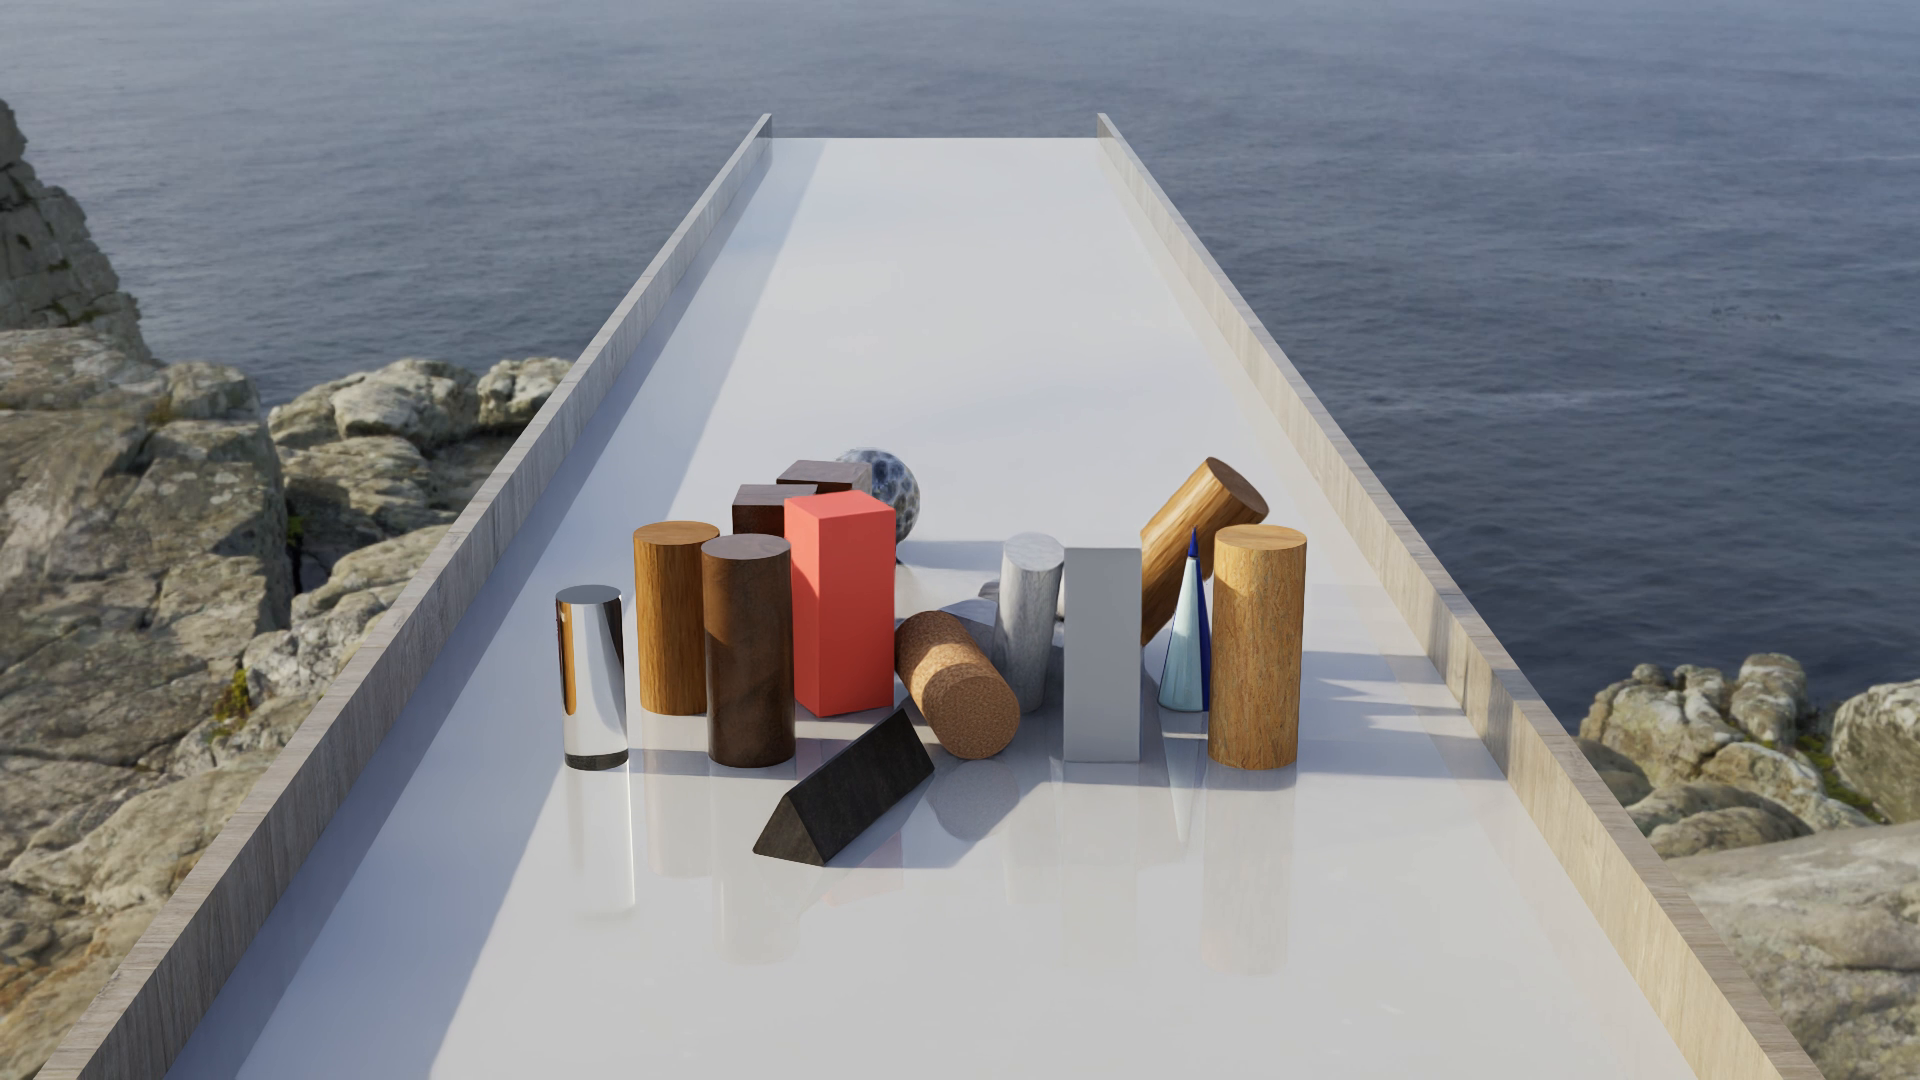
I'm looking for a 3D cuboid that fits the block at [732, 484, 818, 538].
[{"bbox_3d":[-0.362,0.076,4.364,0.153,0.345,0.153,0,17,1],"label":"block"}]

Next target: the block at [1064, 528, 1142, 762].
[{"bbox_3d":[0.252,0.185,3.910,0.133,0.392,0.133,0,15,3],"label":"block"}]

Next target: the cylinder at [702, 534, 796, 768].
[{"bbox_3d":[-0.373,0.195,3.894,0.157,0.385,0.157,0,17,0],"label":"cylinder"}]

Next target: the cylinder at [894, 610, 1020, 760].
[{"bbox_3d":[-0.014,0.263,4.067,0.157,0.157,0.377,-4,17,-13],"label":"cylinder"}]

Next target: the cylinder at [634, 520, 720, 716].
[{"bbox_3d":[-0.529,0.146,4.149,0.160,0.334,0.160,0,17,0],"label":"cylinder"}]

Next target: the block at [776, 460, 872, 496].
[{"bbox_3d":[-0.278,0.022,4.555,0.159,0.340,0.159,4,17,12],"label":"block"}]

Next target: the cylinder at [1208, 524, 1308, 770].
[{"bbox_3d":[0.524,0.188,3.886,0.159,0.404,0.159,0,17,0],"label":"cylinder"}]

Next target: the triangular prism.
[{"bbox_3d":[-0.189,0.400,3.678,0.127,0.110,0.425,7,18,23],"label":"triangular prism"}]

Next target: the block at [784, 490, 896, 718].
[{"bbox_3d":[-0.227,0.118,4.150,0.155,0.385,0.155,-7,18,-27],"label":"block"}]

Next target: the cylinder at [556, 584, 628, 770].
[{"bbox_3d":[-0.647,0.242,3.873,0.113,0.308,0.113,0,17,0],"label":"cylinder"}]

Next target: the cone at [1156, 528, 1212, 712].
[{"bbox_3d":[0.436,0.139,4.143,0.122,0.352,0.122,0,17,0],"label":"cone"}]

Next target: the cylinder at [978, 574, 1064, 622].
[{"bbox_3d":[0.169,0.121,4.423,0.100,0.100,0.443,-7,1,-23],"label":"cylinder"}]

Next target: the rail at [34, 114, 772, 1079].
[{"bbox_3d":[-1.118,-0.838,7.780,0.050,0.150,12.000,0,17,-1],"label":"rail"}]

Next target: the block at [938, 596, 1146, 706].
[{"bbox_3d":[0.152,0.224,4.273,0.438,0.115,0.115,15,22,42],"label":"block"}]

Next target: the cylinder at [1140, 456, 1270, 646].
[{"bbox_3d":[0.416,0.038,4.362,0.163,0.408,0.163,35,21,-15],"label":"cylinder"}]

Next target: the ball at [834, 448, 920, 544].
[{"bbox_3d":[-0.214,-0.090,5.103,0.244,0.244,0.244,0,17,0],"label":"ball"}]

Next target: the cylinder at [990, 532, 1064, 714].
[{"bbox_3d":[0.120,0.156,4.061,0.110,0.352,0.110,3,39,-3],"label":"cylinder"}]

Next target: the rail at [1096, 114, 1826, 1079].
[{"bbox_3d":[0.932,-0.844,7.801,0.050,0.150,12.000,0,17,-1],"label":"rail"}]
